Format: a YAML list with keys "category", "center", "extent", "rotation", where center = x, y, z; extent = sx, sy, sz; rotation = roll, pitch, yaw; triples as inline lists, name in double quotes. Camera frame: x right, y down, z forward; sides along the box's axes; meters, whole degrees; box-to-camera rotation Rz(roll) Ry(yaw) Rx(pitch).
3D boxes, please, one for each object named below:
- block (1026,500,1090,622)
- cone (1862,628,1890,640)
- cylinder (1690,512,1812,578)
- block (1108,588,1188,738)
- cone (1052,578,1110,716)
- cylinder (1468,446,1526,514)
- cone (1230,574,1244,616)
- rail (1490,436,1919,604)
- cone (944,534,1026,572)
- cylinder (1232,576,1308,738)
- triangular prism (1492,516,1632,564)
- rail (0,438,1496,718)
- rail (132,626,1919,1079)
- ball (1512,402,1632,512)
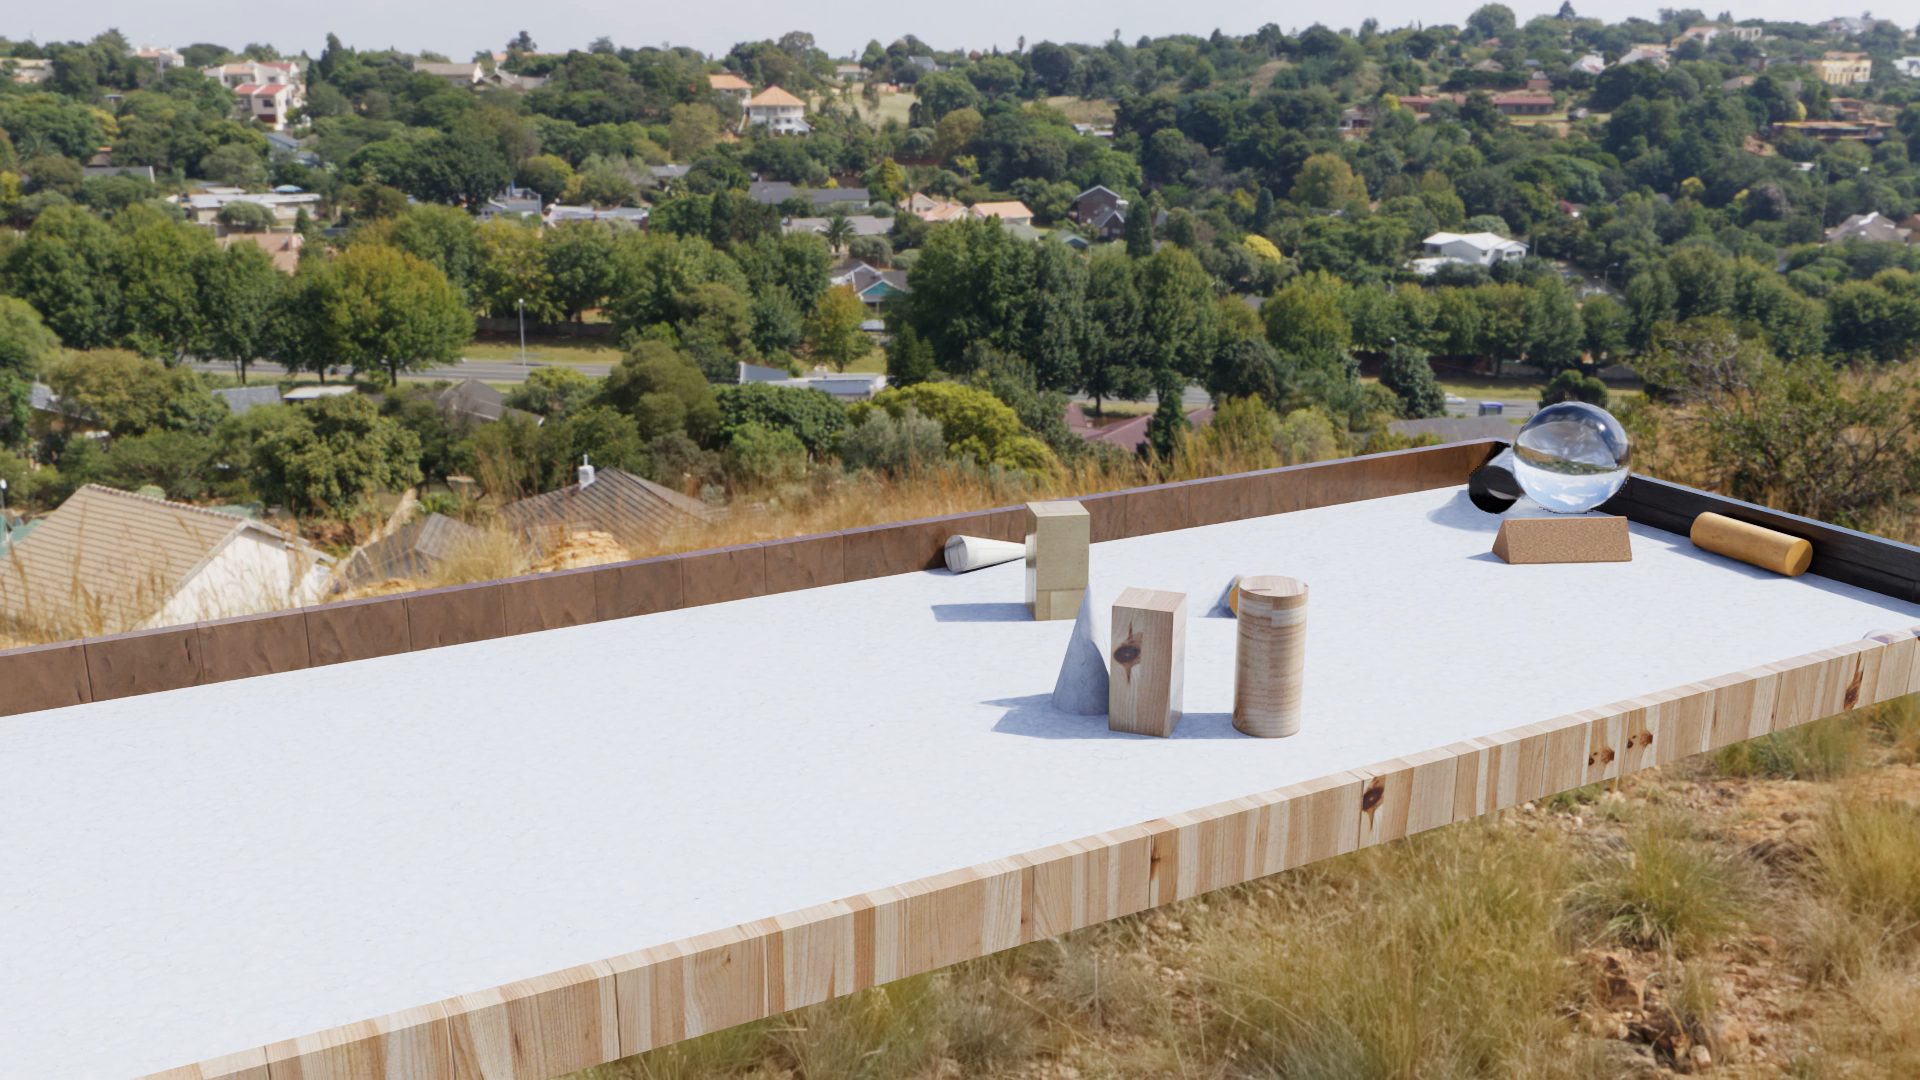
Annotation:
- category: "block"
  center: [0.271, 0.057, 4.622]
  extent: [0.149, 0.303, 0.149]
  rotation: [-3, 17, -9]
- category: "cone"
  center: [2.167, 0.349, 4.059]
  extent: [0.439, 0.123, 0.123]
  rotation: [-21, 25, -32]
- category: "cylinder"
  center: [2.446, 0.011, 5.107]
  extent: [0.118, 0.118, 0.349]
  rotation: [-8, 18, -24]
- category: "block"
  center: [0.438, 0.284, 3.844]
  extent: [0.144, 0.307, 0.144]
  rotation: [6, 17, 19]
- category: "cone"
  center: [0.307, 0.243, 3.967]
  extent: [0.172, 0.317, 0.172]
  rotation: [0, 16, 0]
- category: "cylinder"
  center: [1.911, -0.213, 5.783]
  extent: [0.168, 0.168, 0.339]
  rotation: [10, 19, 29]
- category: "cone"
  center: [0.820, 0.134, 4.803]
  extent: [0.109, 0.109, 0.427]
  rotation: [1, 9, 4]
- category: "rail"
  center: [2.466, -0.048, 5.253]
  extent: [0.050, 0.150, 2.100]
  rotation: [-9, 18, -27]
- category: "cone"
  center: [0.151, 0.035, 5.132]
  extent: [0.411, 0.116, 0.116]
  rotation: [-2, 14, -37]
- category: "cylinder"
  center: [0.719, 0.270, 3.825]
  extent: [0.158, 0.345, 0.158]
  rotation: [0, 16, 0]
- category: "triangular prism"
  center: [1.887, -0.010, 5.159]
  extent: [0.392, 0.122, 0.141]
  rotation: [-1, 16, -4]
- category: "rail"
  center: [-3.305, 0.497, 3.399]
  extent: [12.000, 0.150, 0.050]
  rotation: [-9, 18, -27]
- category: "rail"
  center: [-2.336, 1.006, 1.665]
  extent: [12.000, 0.150, 0.050]
  rotation: [-9, 18, -27]
- category: "ball"
  center: [2.047, -0.278, 5.526]
  extent: [0.373, 0.373, 0.373]
  rotation: [0, 16, 0]
